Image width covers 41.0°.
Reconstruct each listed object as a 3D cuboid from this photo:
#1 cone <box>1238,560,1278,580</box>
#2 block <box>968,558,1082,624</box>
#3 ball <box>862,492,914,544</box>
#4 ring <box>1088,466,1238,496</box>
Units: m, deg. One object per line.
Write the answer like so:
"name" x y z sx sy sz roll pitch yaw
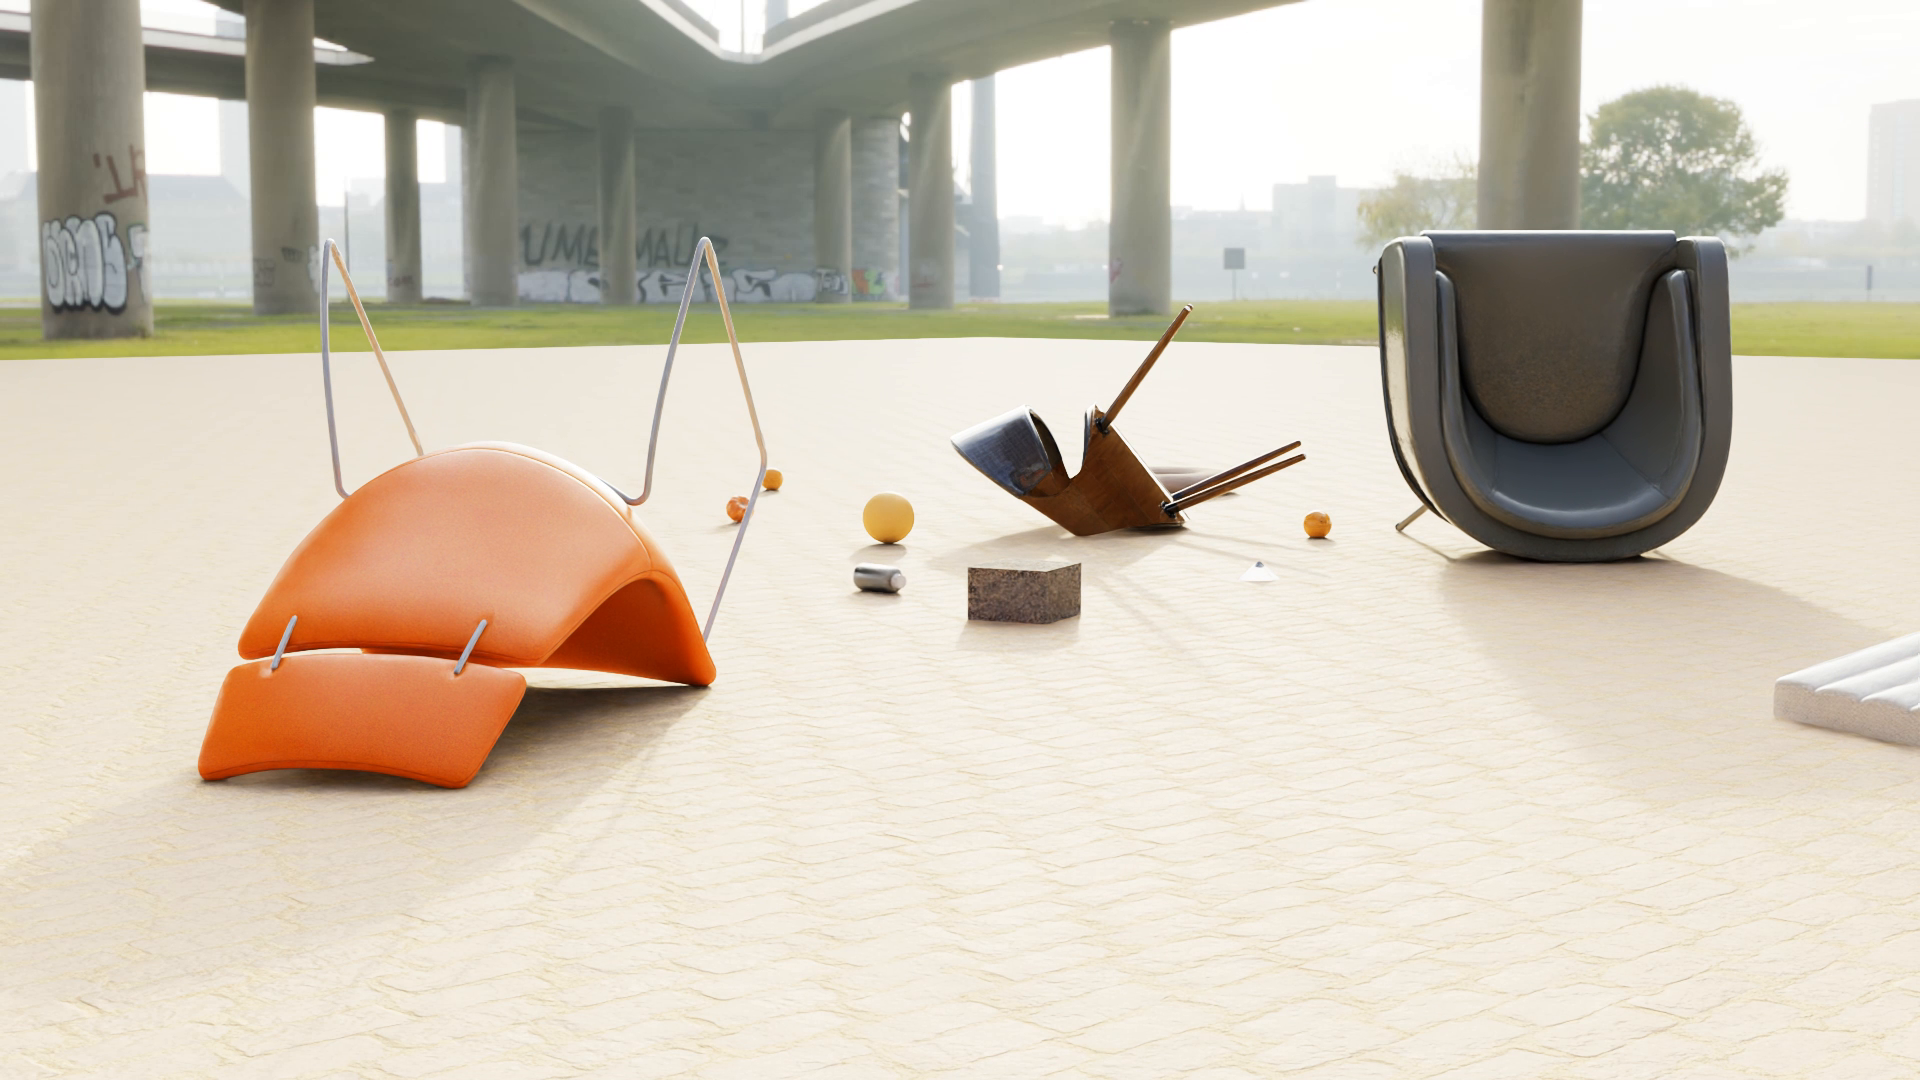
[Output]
"cone" 0.652 0.065 5.593 0.096 0.040 0.082 -5 7 -37
"block" 0.125 0.098 4.964 0.166 0.101 0.168 3 7 25
"ball" -0.176 -0.056 6.325 0.129 0.129 0.129 0 6 0
"ring" 0.622 -0.180 7.845 0.466 0.066 0.436 -4 7 -31
